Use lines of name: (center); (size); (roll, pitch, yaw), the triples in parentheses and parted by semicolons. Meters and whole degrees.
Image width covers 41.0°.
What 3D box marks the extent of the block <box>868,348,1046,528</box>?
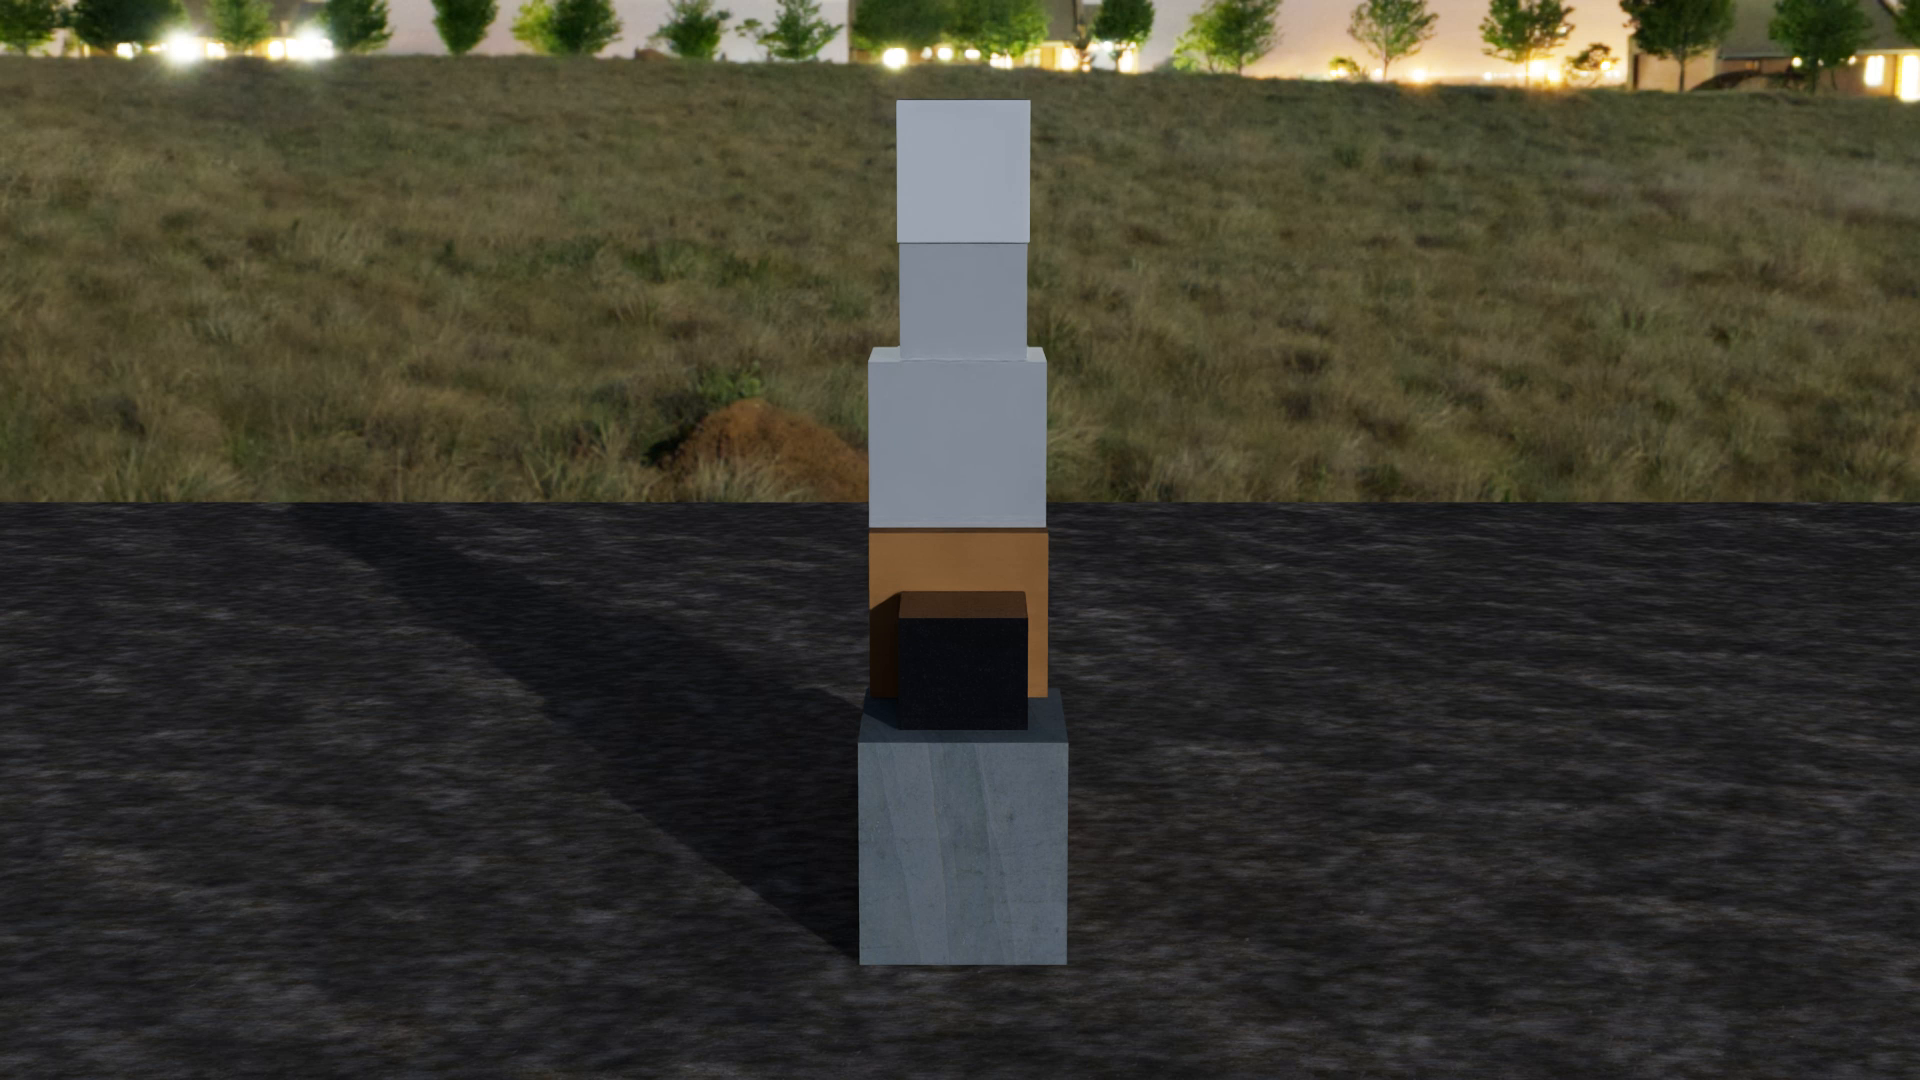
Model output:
block: (-0.010, -0.454, 11.114); (0.747, 0.701, 0.672); (0, 9, 0)

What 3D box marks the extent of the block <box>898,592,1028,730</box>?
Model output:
block: (0.014, 0.488, 10.495); (0.515, 0.459, 0.541); (0, 10, 0)

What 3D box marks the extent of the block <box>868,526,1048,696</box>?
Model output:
block: (-0.005, 0.255, 11.121); (0.748, 0.699, 0.744); (0, 9, 0)

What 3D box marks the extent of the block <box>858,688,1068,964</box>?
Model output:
block: (0.013, 1.164, 10.611); (0.827, 0.914, 0.915); (0, 10, 0)

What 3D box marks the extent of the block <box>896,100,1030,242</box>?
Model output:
block: (0.014, -1.575, 10.927); (0.553, 0.585, 0.551); (0, 9, 0)

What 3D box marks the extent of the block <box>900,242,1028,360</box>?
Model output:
block: (0.014, -1.043, 11.016); (0.535, 0.494, 0.521); (0, 9, 0)
